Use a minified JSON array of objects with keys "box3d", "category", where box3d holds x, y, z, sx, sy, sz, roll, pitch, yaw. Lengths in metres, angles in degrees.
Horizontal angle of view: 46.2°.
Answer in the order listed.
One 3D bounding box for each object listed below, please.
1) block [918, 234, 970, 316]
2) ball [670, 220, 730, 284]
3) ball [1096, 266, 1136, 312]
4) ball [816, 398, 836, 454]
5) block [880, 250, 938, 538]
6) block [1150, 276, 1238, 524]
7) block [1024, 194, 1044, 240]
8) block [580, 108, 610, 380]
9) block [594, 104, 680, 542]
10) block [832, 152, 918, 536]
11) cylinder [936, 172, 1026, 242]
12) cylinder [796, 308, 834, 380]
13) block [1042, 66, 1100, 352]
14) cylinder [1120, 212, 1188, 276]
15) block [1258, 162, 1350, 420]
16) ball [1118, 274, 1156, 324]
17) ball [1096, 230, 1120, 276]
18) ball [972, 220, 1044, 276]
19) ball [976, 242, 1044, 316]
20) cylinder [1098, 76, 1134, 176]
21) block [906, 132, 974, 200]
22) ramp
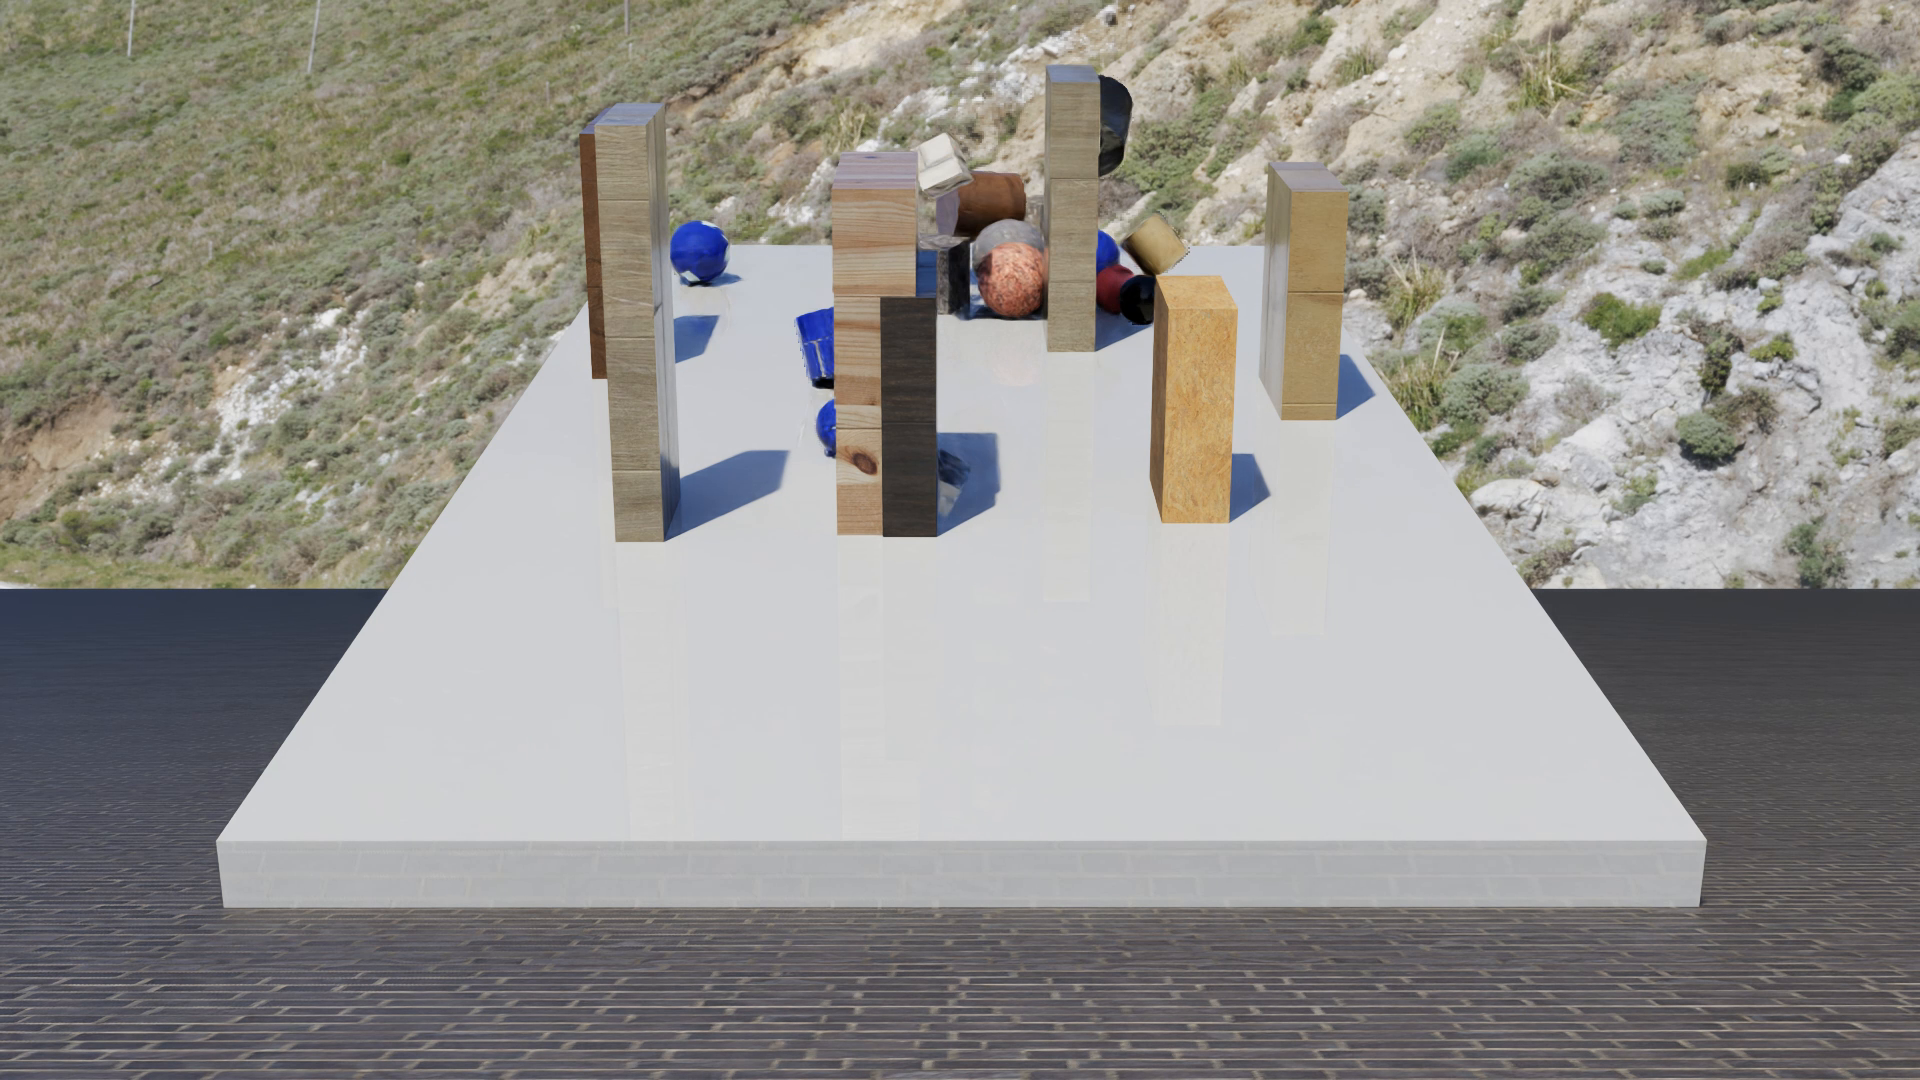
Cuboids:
[{"box3d":[-0.082,-0.711,6.007,0.174,0.174,0.174,7,21,19],"category":"block"},{"box3d":[-0.728,-0.805,6.280,0.174,0.174,0.174,0,-1,0],"category":"ball"},{"box3d":[0.414,-0.665,5.955,0.124,0.124,0.124,0,-1,0],"category":"ball"},{"box3d":[-0.240,-0.239,4.704,0.125,0.125,0.125,0,-1,0],"category":"ball"},{"box3d":[-0.095,-0.289,4.337,0.101,0.457,0.421,0,19,0],"category":"block"},{"box3d":[0.449,-0.276,4.362,0.128,0.418,0.290,0,19,0],"category":"block"},{"box3d":[0.264,-0.943,6.719,0.154,0.154,0.154,-10,21,-28],"category":"block"},{"box3d":[-0.821,-0.719,5.408,0.094,0.576,0.415,0,19,0],"category":"block"},{"box3d":[-0.596,-0.405,4.190,0.090,0.771,0.277,0,19,0],"category":"block"},{"box3d":[-0.156,-0.385,4.315,0.149,0.652,0.419,0,19,0],"category":"block"},{"box3d":[0.057,-0.924,6.240,0.195,0.195,0.195,-1,-1,-20],"category":"cylinder"},{"box3d":[-0.294,-0.462,5.250,0.149,0.149,0.149,-14,2,1],"category":"cylinder"},{"box3d":[0.274,-0.829,5.607,0.117,0.659,0.330,0,19,0],"category":"block"},{"box3d":[0.510,-0.774,5.932,0.129,0.129,0.129,-40,7,6],"category":"cylinder"},{"box3d":[0.770,-0.567,5.074,0.122,0.508,0.385,0,19,0],"category":"block"},{"box3d":[0.476,-0.622,5.820,0.130,0.130,0.130,0,-1,0],"category":"ball"},{"box3d":[0.361,-0.778,6.220,0.166,0.166,0.166,0,-1,0],"category":"ball"},{"box3d":[0.134,-0.770,6.132,0.207,0.207,0.207,0,-1,0],"category":"ball"},{"box3d":[0.142,-0.684,5.899,0.195,0.195,0.195,0,-1,0],"category":"ball"},{"box3d":[0.388,-1.206,6.555,0.210,0.210,0.210,8,-40,6],"category":"cylinder"},{"box3d":[-0.050,-0.941,5.662,0.110,0.110,0.110,-24,-9,13],"category":"block"},{"box3d":[-0.004,-0.196,4.926,2.000,0.100,4.000,0,19,0],"category":"ramp"}]
